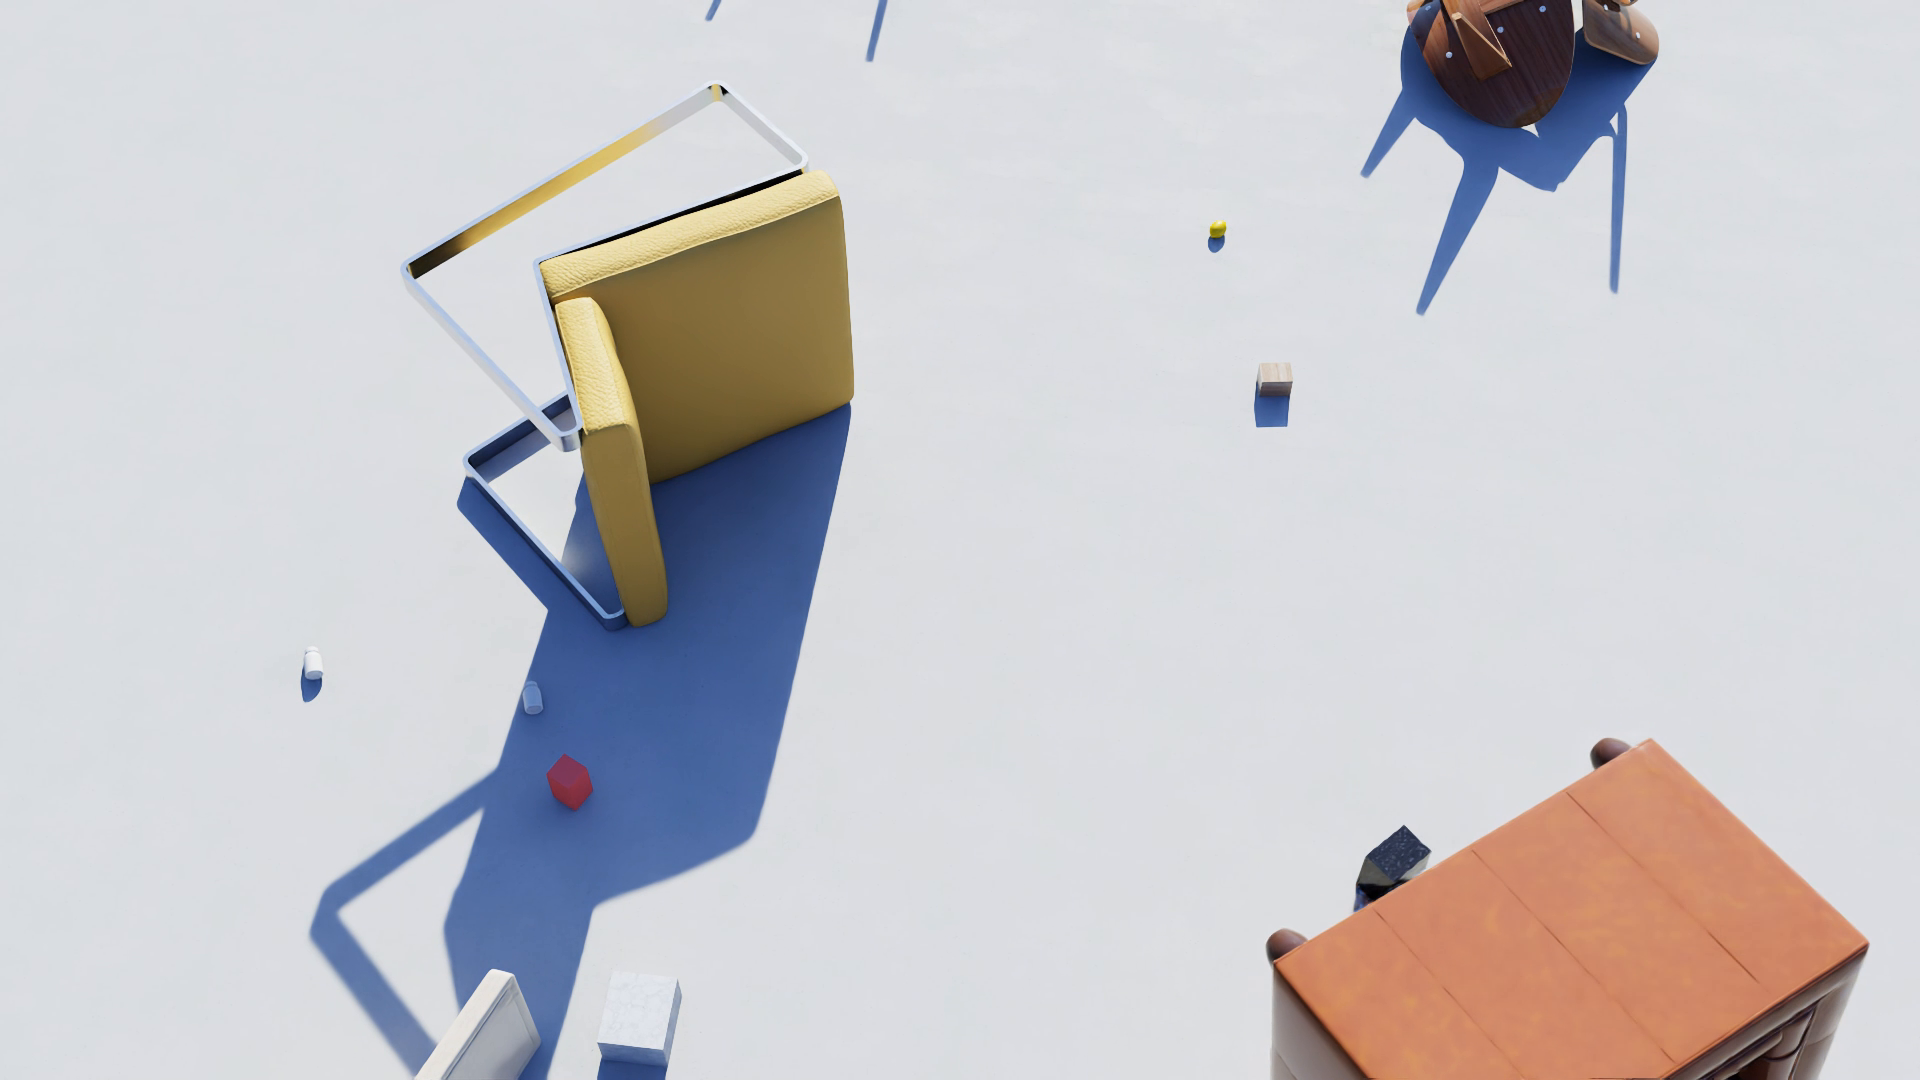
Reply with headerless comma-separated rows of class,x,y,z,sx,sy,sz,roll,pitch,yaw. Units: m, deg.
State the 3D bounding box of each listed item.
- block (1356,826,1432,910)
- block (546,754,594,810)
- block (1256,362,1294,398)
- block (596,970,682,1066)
block,1.159,0.877,5.882,0.144,0.172,0.102,-34,62,-20
block,-1.072,0.666,6.046,0.079,0.134,0.077,29,61,18
block,0.983,-0.500,6.864,0.097,0.076,0.074,-2,56,-1
block,-0.825,1.235,5.673,0.170,0.121,0.195,6,56,4
